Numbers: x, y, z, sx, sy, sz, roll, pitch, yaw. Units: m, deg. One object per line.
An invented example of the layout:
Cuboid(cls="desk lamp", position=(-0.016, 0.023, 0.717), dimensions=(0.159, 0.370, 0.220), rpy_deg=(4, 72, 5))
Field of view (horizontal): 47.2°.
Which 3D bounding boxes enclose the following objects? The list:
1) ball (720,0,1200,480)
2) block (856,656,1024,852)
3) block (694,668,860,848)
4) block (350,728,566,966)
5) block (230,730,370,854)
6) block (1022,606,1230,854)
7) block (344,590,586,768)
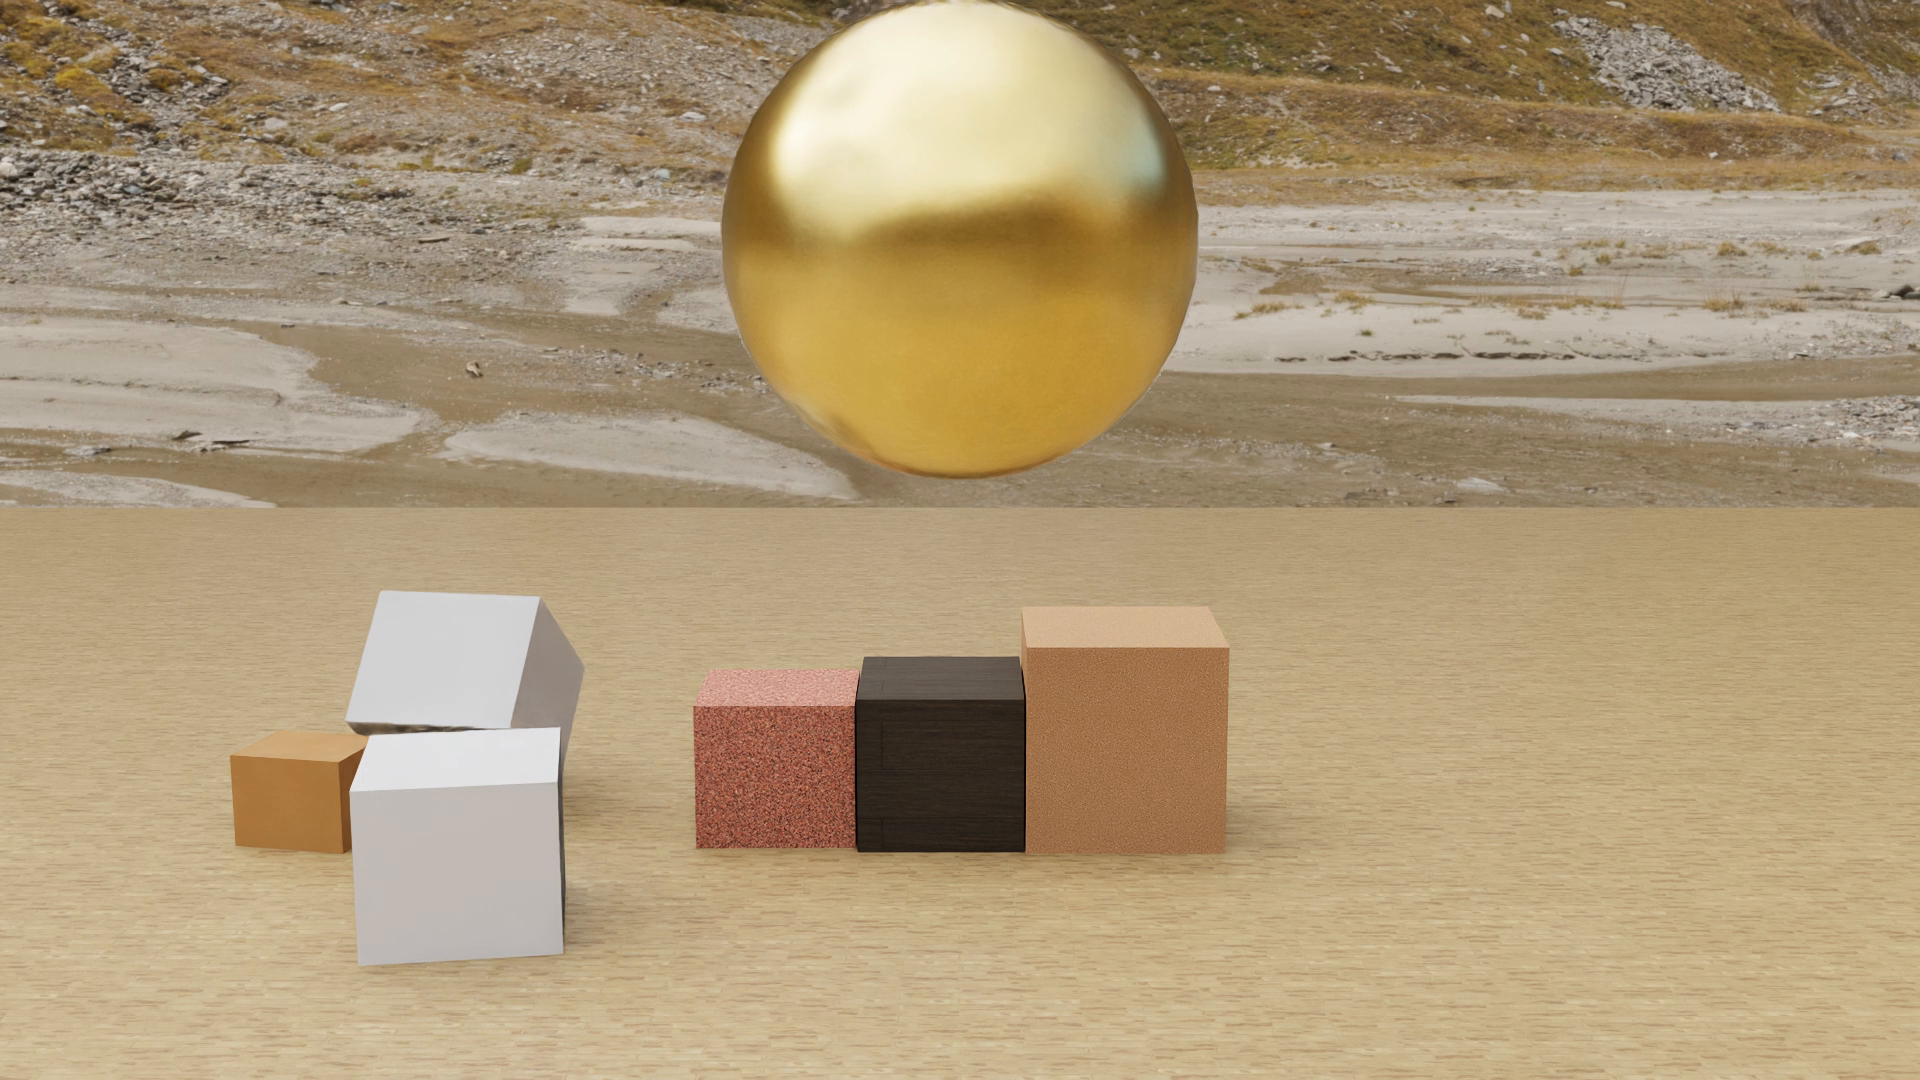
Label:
Cuboid(cls="ball", position=(0.000, -1.001, 7.379), dimensions=(1.600, 1.600, 1.600), rpy_deg=(0, 10, 0))
Cuboid(cls="block", position=(-0.097, 1.091, 11.364), dimensions=(0.829, 0.787, 0.920), rpy_deg=(0, 10, 0))
Cuboid(cls="block", position=(-0.928, 1.117, 11.363), dimensions=(0.800, 0.736, 0.774), rpy_deg=(0, 10, -1))
Cuboid(cls="block", position=(-2.236, 1.359, 9.911), dimensions=(0.869, 0.781, 0.907), rpy_deg=(-2, 10, -9))
Cuboid(cls="block", position=(-3.312, 1.278, 11.212), dimensions=(0.592, 0.473, 0.483), rpy_deg=(2, 11, 12))
Cuboid(cls="block", position=(0.825, 0.959, 11.342), dimensions=(0.993, 1.055, 0.958), rpy_deg=(0, 10, 0))
Cuboid(cls="block", position=(-2.646, 0.827, 11.868), dimensions=(0.899, 0.769, 0.839), rpy_deg=(2, -29, 10))
